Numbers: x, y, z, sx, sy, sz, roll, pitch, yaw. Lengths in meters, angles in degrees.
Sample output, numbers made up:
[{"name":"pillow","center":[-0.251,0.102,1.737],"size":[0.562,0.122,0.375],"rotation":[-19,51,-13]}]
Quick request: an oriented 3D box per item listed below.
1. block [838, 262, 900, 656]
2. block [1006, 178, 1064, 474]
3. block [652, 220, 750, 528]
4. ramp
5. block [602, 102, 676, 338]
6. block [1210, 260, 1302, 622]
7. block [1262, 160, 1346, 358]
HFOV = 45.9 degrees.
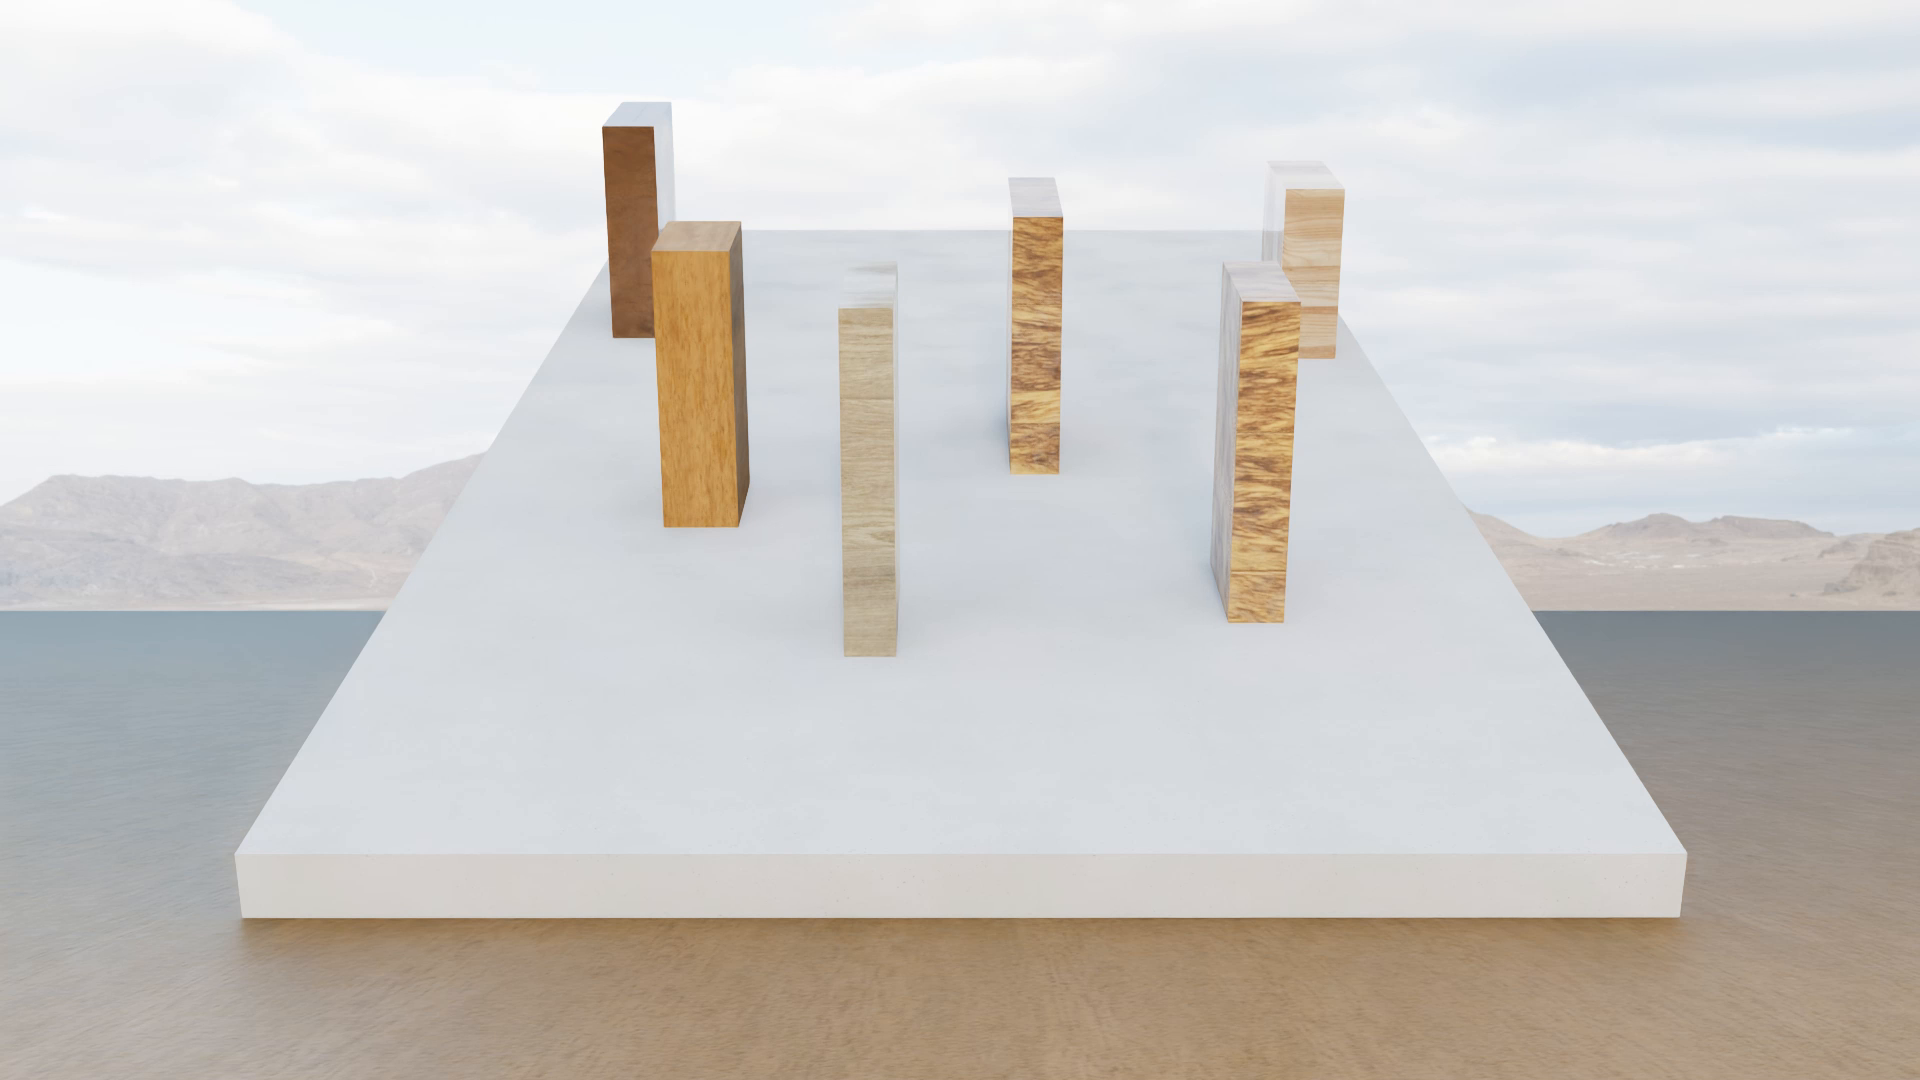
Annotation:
[{"name":"block","center":[-0.150,-0.141,3.823],"size":[0.086,0.595,0.325],"rotation":[0,20,0]},{"name":"block","center":[0.154,-0.457,4.773],"size":[0.101,0.537,0.408],"rotation":[0,20,0]},{"name":"block","center":[-0.499,-0.324,4.398],"size":[0.144,0.541,0.264],"rotation":[0,20,0]},{"name":"ramp","center":[-0.005,-0.208,5.017],"size":[2.000,0.100,4.000],"rotation":[0,20,0]},{"name":"block","center":[-0.807,-0.819,5.768],"size":[0.127,0.530,0.373],"rotation":[0,20,0]},{"name":"block","center":[0.511,-0.174,3.954],"size":[0.096,0.569,0.292],"rotation":[0,20,0]},{"name":"block","center":[0.841,-0.699,5.613],"size":[0.141,0.416,0.363],"rotation":[0,20,0]}]
